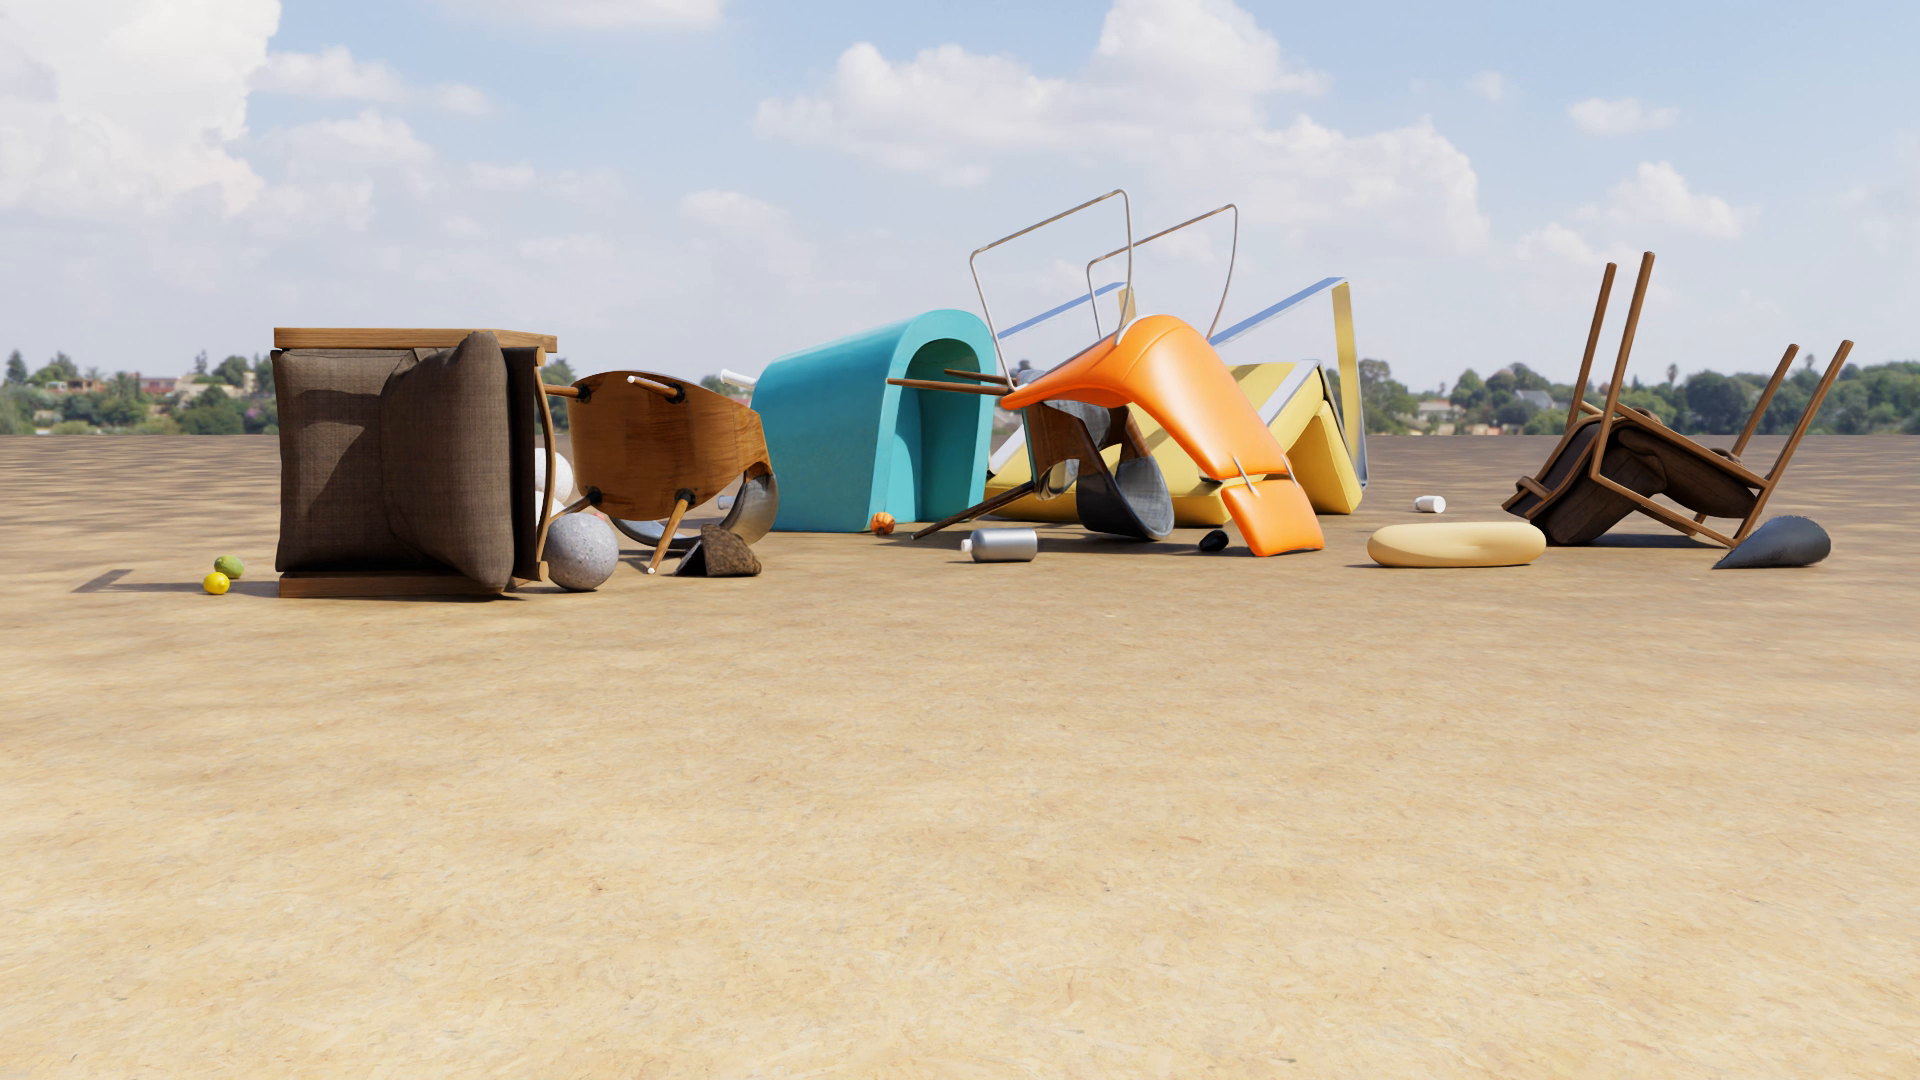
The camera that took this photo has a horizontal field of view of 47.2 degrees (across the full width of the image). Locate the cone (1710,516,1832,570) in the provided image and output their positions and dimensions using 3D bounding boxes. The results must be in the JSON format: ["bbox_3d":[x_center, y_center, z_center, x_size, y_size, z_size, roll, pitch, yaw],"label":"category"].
[{"bbox_3d":[1.999,0.037,5.544,0.317,0.129,0.217,-15,13,-28],"label":"cone"}]

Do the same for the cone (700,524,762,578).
[{"bbox_3d":[-0.577,0.055,5.267,0.188,0.181,0.094,8,52,50],"label":"cone"}]

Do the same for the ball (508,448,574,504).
[{"bbox_3d":[-1.525,-0.217,7.999,0.234,0.234,0.234,0,4,0],"label":"ball"}]

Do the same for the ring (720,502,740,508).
[{"bbox_3d":[-0.866,-0.130,8.268,0.071,0.024,0.096,1,3,30],"label":"ring"}]

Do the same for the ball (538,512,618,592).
[{"bbox_3d":[-0.846,0.026,4.883,0.175,0.175,0.175,0,4,0],"label":"ball"}]

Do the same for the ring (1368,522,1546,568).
[{"bbox_3d":[1.263,0.012,5.587,0.483,0.108,0.184,-2,2,-12],"label":"ring"}]

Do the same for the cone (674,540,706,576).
[{"bbox_3d":[-0.634,0.063,5.324,0.067,0.107,0.119,39,19,-11],"label":"cone"}]

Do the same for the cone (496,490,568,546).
[{"bbox_3d":[-1.164,-0.016,6.187,0.238,0.158,0.234,25,10,-37],"label":"cone"}]
